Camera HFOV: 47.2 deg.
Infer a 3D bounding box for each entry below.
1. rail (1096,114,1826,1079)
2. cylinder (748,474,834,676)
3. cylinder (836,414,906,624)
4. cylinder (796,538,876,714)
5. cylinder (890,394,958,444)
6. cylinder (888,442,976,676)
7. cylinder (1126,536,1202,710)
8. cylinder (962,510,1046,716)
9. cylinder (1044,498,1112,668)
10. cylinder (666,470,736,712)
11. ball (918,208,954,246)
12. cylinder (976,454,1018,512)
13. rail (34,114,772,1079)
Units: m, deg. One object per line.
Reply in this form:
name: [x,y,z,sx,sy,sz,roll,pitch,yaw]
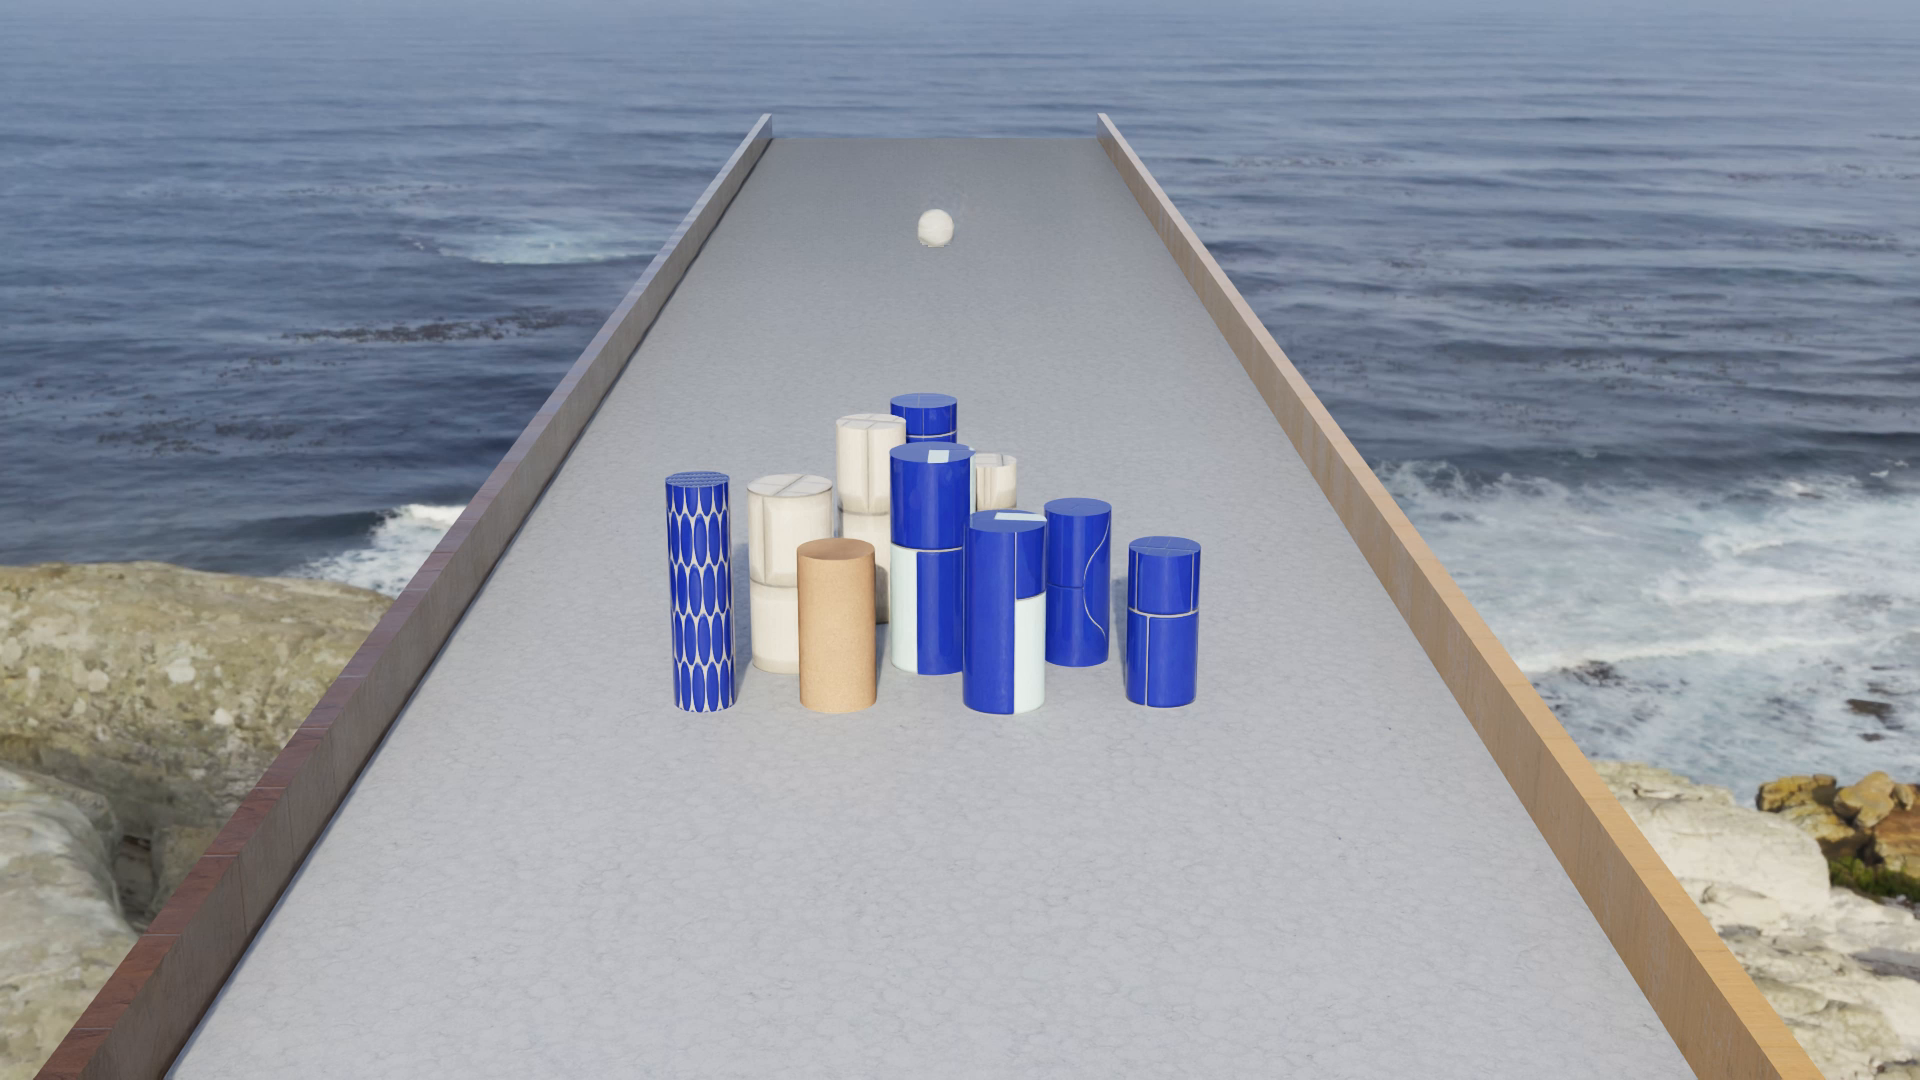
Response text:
rail: [0.932,-0.844,7.801,0.050,0.150,12.000,0,17,-1]
cylinder: [-0.333,0.067,4.360,0.167,0.366,0.167,0,17,0]
cylinder: [-0.186,-0.045,4.638,0.146,0.421,0.146,0,17,0]
cylinder: [-0.232,0.161,4.160,0.147,0.300,0.147,0,17,0]
cylinder: [-0.079,-0.106,4.856,0.147,0.414,0.147,0,17,0]
cylinder: [-0.054,0.035,4.350,0.169,0.432,0.169,0,17,0]
cylinder: [0.385,0.156,4.175,0.136,0.301,0.136,0,17,0]
cylinder: [0.083,0.135,4.145,0.158,0.357,0.158,0,17,0]
cylinder: [0.233,0.084,4.396,0.136,0.313,0.136,0,17,0]
cylinder: [-0.486,0.097,4.130,0.119,0.438,0.119,0,17,0]
ball: [-0.103,-1.341,9.453,0.162,0.162,0.162,0,17,0]
cylinder: [0.062,0.000,4.622,0.114,0.345,0.114,0,17,0]
rail: [-1.118,-0.838,7.780,0.050,0.150,12.000,0,17,-1]
